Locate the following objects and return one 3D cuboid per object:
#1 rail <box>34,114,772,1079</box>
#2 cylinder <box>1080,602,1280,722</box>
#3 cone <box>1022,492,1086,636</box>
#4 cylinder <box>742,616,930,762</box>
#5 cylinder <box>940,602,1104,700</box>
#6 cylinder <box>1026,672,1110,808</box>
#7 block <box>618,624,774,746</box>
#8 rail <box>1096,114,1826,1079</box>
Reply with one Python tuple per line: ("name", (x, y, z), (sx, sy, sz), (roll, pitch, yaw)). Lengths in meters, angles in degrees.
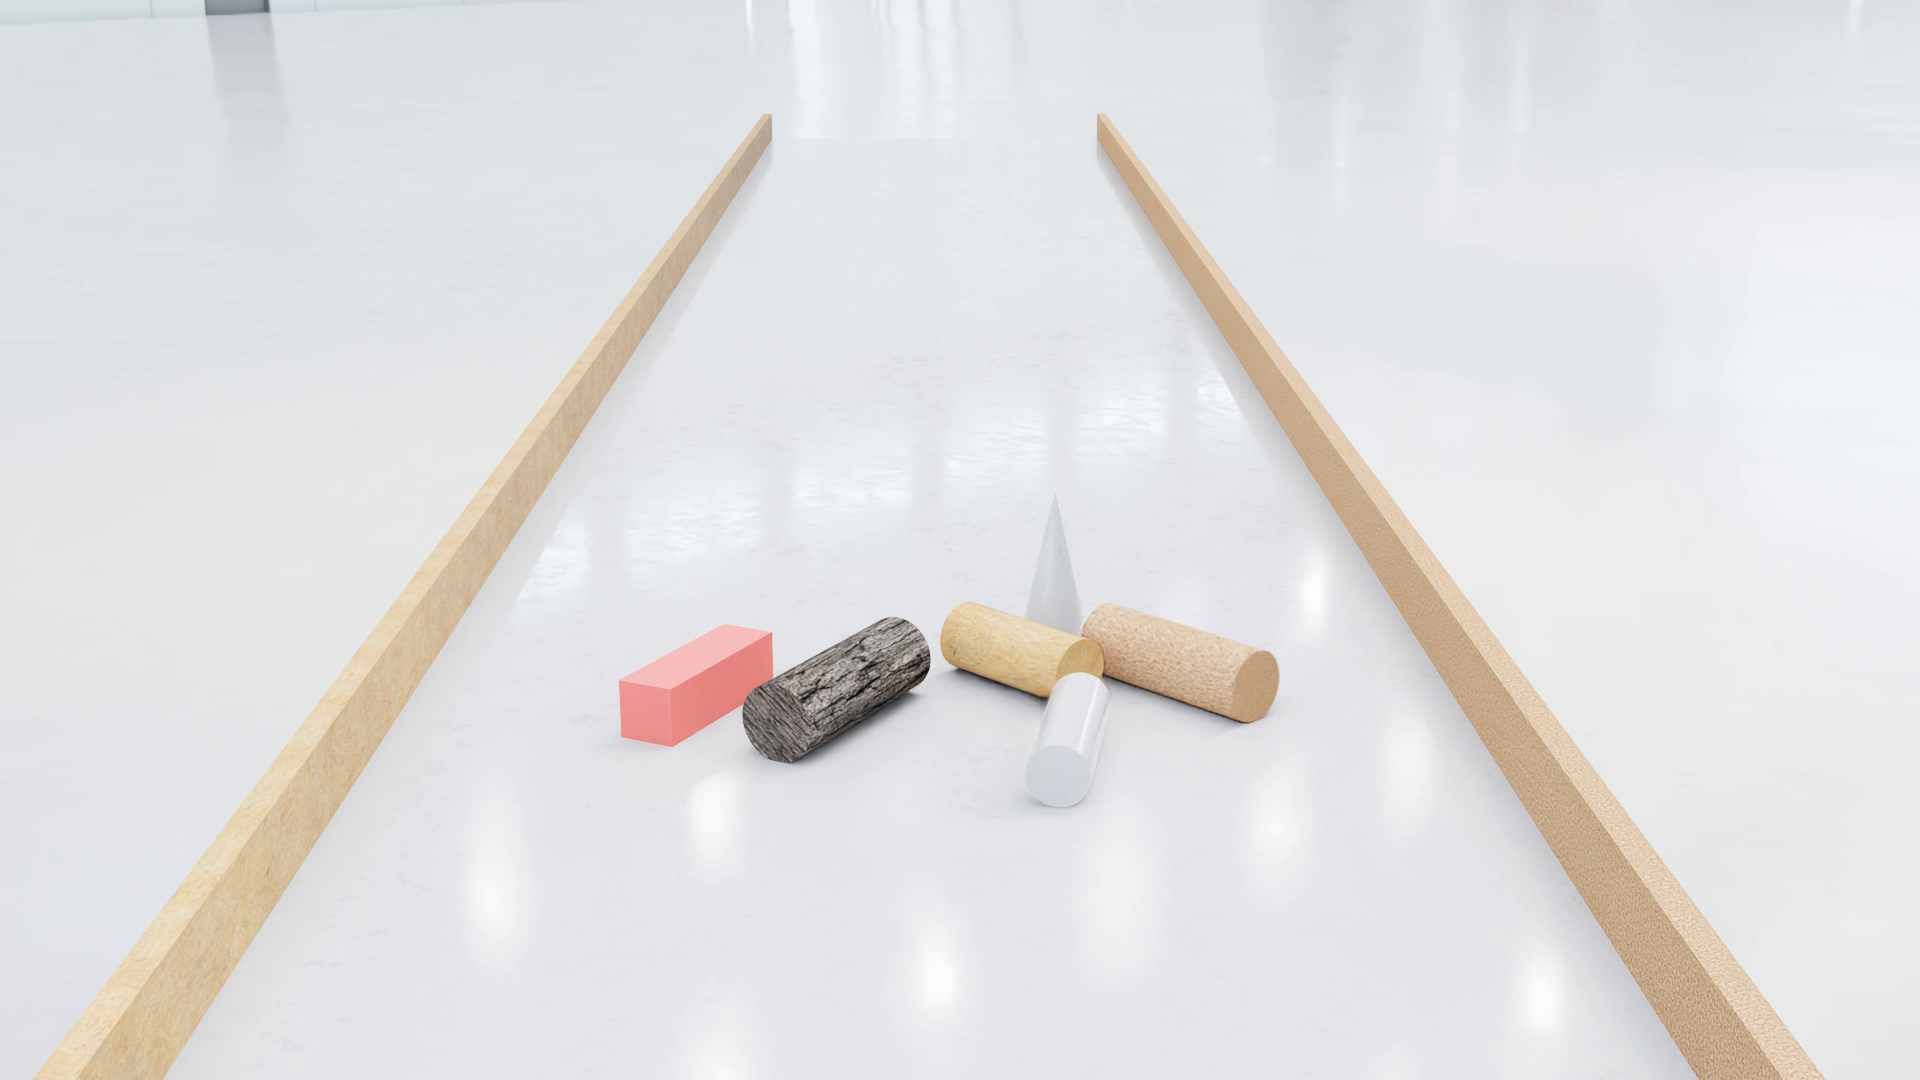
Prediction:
("rail", (-1.118, -0.838, 7.780), (0.050, 0.150, 12.000), (0, 17, -1))
("cylinder", (0.416, 0.231, 4.208), (0.139, 0.139, 0.387), (-15, 22, -41))
("cone", (0.193, 0.051, 4.499), (0.149, 0.316, 0.149), (0, 17, 0))
("cylinder", (-0.222, 0.271, 4.061), (0.146, 0.146, 0.424), (9, 19, 28))
("cylinder", (0.117, 0.219, 4.258), (0.133, 0.133, 0.313), (-15, 22, -42))
("cylinder", (0.193, 0.346, 3.863), (0.113, 0.113, 0.358), (3, 17, 9))
("block", (-0.490, 0.269, 4.129), (0.111, 0.111, 0.355), (8, 18, 25))
("rail", (0.932, -0.844, 7.801), (0.050, 0.150, 12.000), (0, 17, -1))
